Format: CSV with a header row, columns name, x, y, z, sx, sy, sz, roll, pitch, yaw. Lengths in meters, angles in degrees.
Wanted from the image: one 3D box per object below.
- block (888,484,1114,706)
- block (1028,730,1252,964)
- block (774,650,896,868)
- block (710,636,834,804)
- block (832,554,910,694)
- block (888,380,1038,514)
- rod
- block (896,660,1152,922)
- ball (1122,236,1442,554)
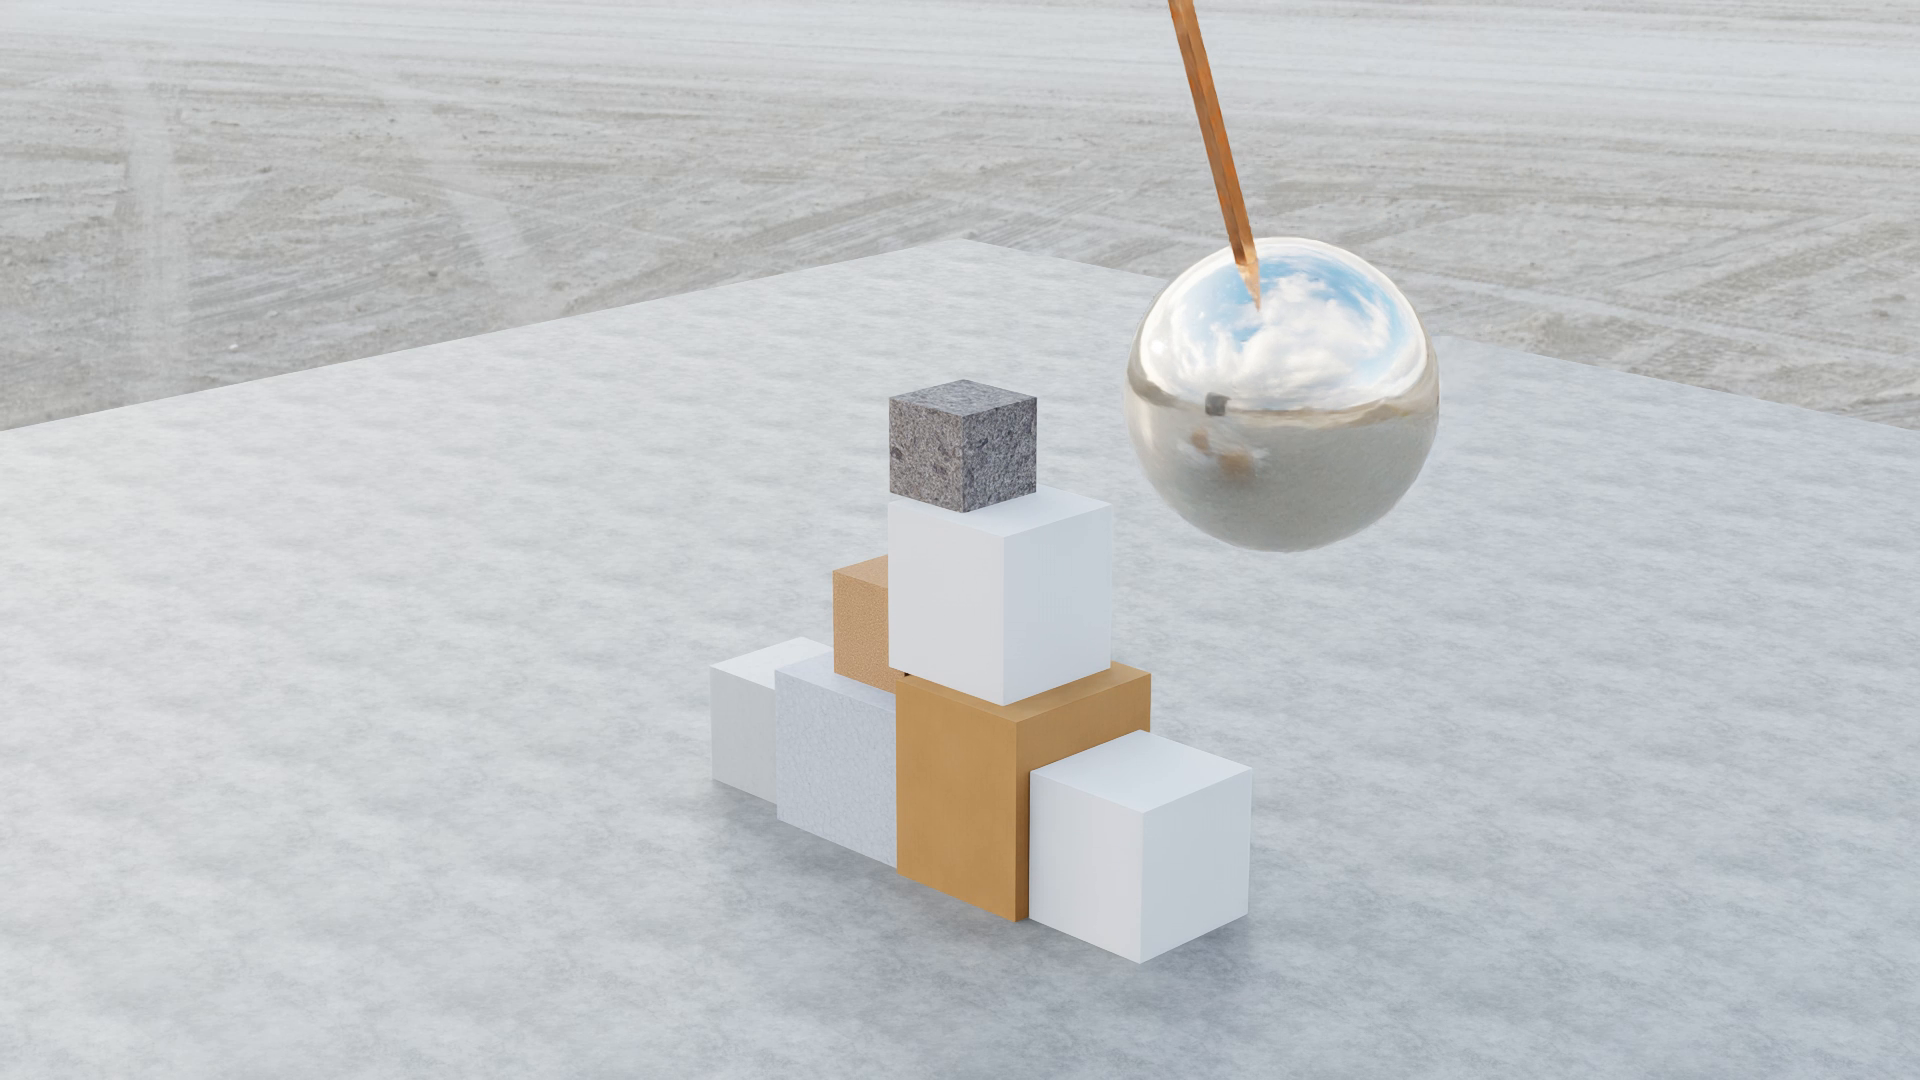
name,x,y,z,sx,sy,sz,roll,pitch,yaw
block,0.181,0.208,13.234,0.701,0.778,0.724,-17,24,-42
block,0.793,1.337,12.925,0.720,0.698,0.658,-17,24,-42
block,-0.293,0.982,13.947,0.793,0.763,0.858,-17,24,-42
block,-0.801,0.900,14.490,0.609,0.594,0.608,-17,24,-42
block,-0.266,0.387,13.728,0.449,0.505,0.479,-17,24,-42
block,0.014,-0.429,13.221,0.474,0.444,0.467,-17,24,-42
rod,0.703,-3.452,12.994,0.080,5.200,0.080,17,46,42
block,0.288,1.067,13.373,0.881,0.945,0.755,-17,24,-42
ball,1.623,-0.731,14.813,1.600,1.600,1.600,0,17,0
